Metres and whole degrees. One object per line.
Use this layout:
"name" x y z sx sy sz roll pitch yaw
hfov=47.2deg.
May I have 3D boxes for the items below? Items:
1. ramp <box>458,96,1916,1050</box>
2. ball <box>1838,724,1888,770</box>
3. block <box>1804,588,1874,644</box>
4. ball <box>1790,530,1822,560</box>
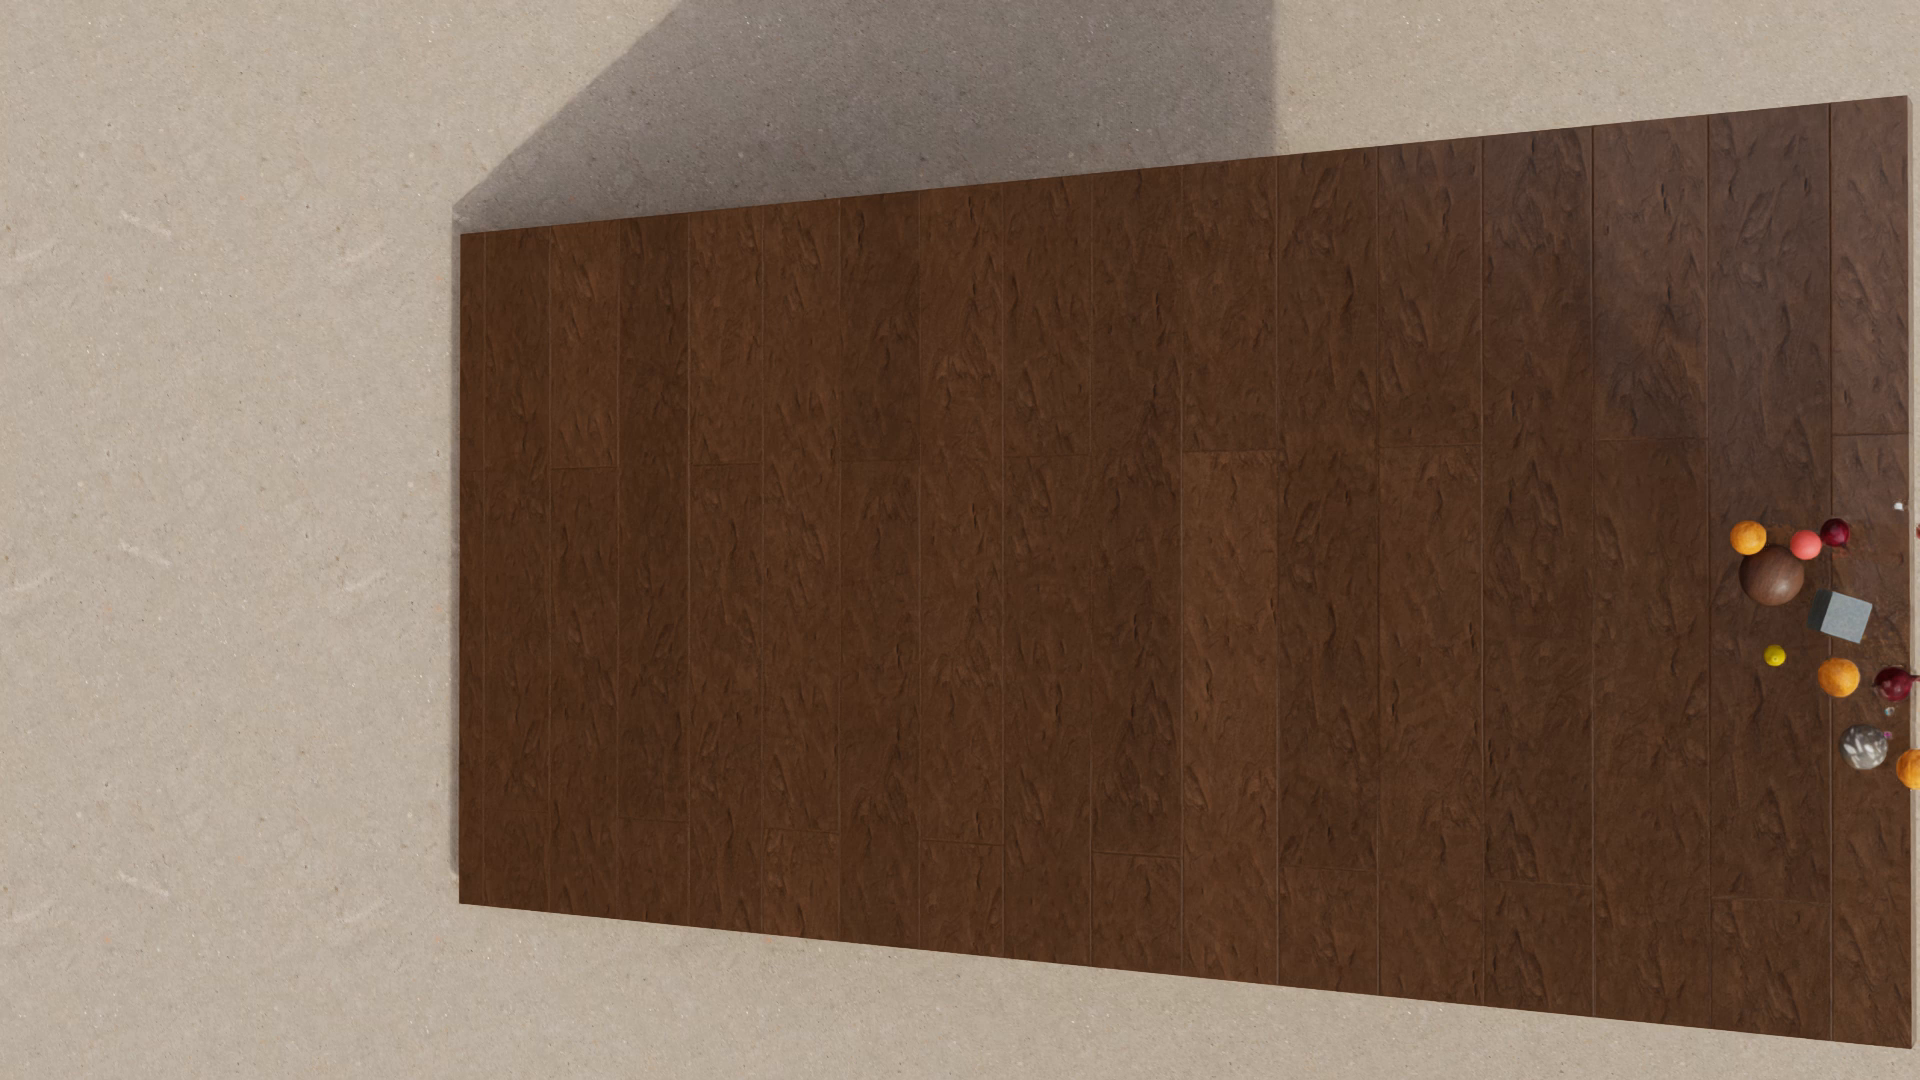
"ramp" 0.272 0.075 5.634 4.000 0.100 2.000 0 89 29
"ball" 1.623 0.372 3.954 0.083 0.083 0.083 0 89 0
"block" 1.610 0.139 4.028 0.076 0.076 0.076 17 93 0
"ball" 1.715 0.010 4.459 0.060 0.060 0.060 0 89 0
